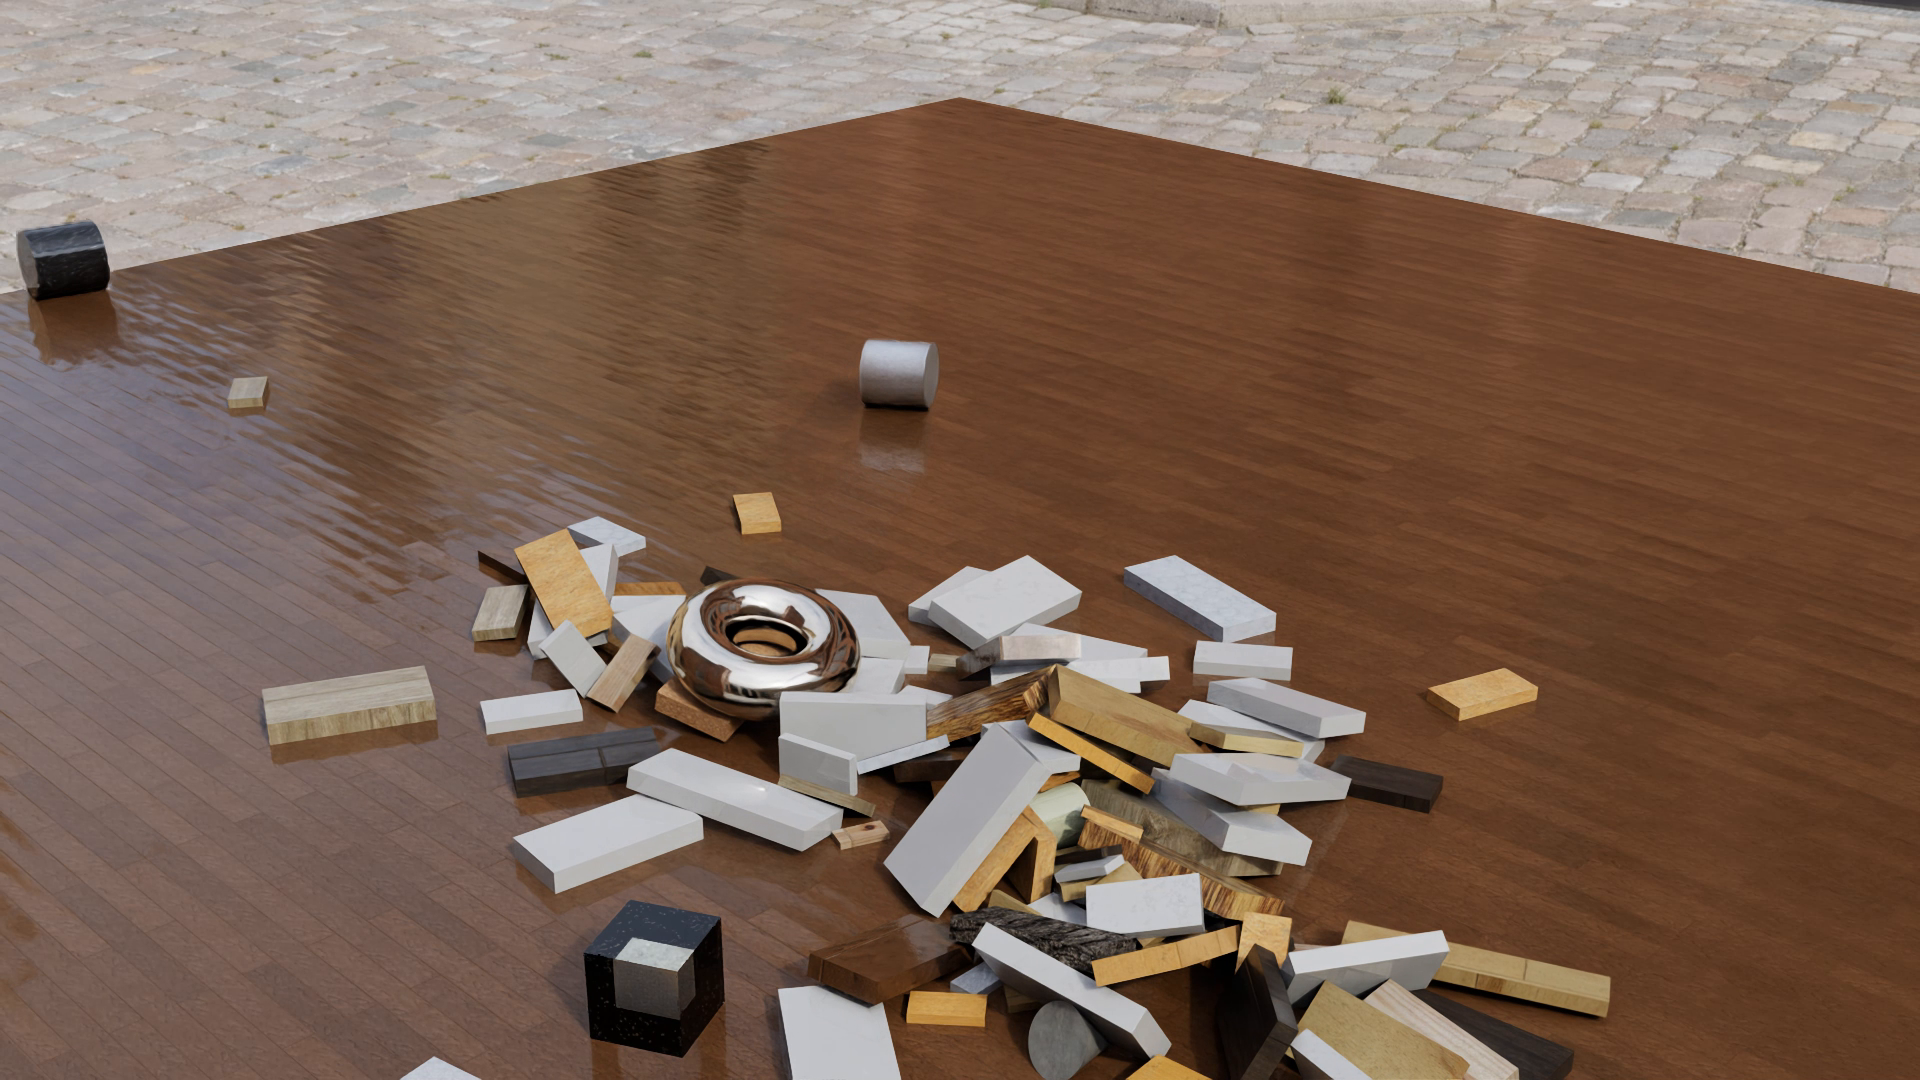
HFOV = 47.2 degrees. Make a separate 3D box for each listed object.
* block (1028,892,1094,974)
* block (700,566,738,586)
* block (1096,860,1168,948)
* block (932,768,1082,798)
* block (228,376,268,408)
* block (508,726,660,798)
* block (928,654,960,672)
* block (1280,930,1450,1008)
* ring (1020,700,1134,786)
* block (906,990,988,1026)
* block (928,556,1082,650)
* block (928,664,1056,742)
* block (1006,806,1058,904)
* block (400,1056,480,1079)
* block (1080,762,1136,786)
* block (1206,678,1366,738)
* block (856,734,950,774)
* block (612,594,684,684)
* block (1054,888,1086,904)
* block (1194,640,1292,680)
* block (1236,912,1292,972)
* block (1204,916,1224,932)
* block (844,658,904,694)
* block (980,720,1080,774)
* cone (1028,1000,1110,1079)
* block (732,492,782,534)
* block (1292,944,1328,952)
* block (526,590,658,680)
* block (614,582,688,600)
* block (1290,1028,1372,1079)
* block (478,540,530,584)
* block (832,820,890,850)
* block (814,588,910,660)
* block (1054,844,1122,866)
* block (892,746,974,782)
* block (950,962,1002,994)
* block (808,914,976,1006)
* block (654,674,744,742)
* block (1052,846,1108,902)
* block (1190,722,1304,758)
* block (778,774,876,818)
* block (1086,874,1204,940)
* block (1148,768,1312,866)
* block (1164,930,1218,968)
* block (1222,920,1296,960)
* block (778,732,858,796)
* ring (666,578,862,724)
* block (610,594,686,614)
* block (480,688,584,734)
[{"bbox_3d":[0.206,0.718,4.030,0.104,0.030,0.209,-19,30,-38],"label":"block"},{"bbox_3d":[-0.468,0.143,5.205,0.275,0.039,0.138,21,9,-35],"label":"block"},{"bbox_3d":[0.321,0.666,4.001,0.081,0.023,0.162,-35,51,-10],"label":"block"},{"bbox_3d":[0.093,0.480,4.422,0.277,0.039,0.139,-10,2,40],"label":"block"},{"bbox_3d":[-2.201,-0.457,6.802,0.101,0.029,0.203,-5,23,-10],"label":"block"},{"bbox_3d":[-0.785,0.464,4.611,0.305,0.043,0.153,-7,24,-16],"label":"block"},{"bbox_3d":[-0.013,0.286,5.066,0.114,0.016,0.057,5,23,11],"label":"block"},{"bbox_3d":[0.680,0.734,3.748,0.279,0.140,0.040,-6,53,-13],"label":"block"},{"bbox_3d":[0.220,0.414,4.583,0.306,0.102,0.306,-1,23,0],"label":"ring"},{"bbox_3d":[-0.022,0.814,3.818,0.135,0.019,0.067,2,23,4],"label":"block"},{"bbox_3d":[0.110,0.154,5.270,0.179,0.051,0.358,34,37,28],"label":"block"},{"bbox_3d":[0.049,0.358,4.654,0.329,0.047,0.165,-22,9,34],"label":"block"},{"bbox_3d":[0.106,0.572,4.232,0.039,0.139,0.277,-3,22,-22],"label":"block"},{"bbox_3d":[-0.774,0.940,3.482,0.346,0.049,0.173,15,27,31],"label":"block"},{"bbox_3d":[0.251,0.473,4.607,0.209,0.030,0.104,16,28,33],"label":"block"},{"bbox_3d":[0.705,0.362,4.767,0.155,0.044,0.310,-1,12,-44],"label":"block"},{"bbox_3d":[-0.119,0.444,4.559,0.181,0.026,0.090,-18,-4,11],"label":"block"},{"bbox_3d":[-0.621,0.258,4.987,0.175,0.049,0.349,-18,43,-37],"label":"block"},{"bbox_3d":[0.261,0.657,4.122,0.081,0.023,0.162,-23,16,-39],"label":"block"},{"bbox_3d":[0.653,0.278,5.067,0.220,0.031,0.110,4,23,9],"label":"block"},{"bbox_3d":[0.528,0.739,3.850,0.083,0.023,0.166,7,68,15],"label":"block"},{"bbox_3d":[0.426,0.706,4.037,0.056,0.016,0.112,-18,12,-36],"label":"block"},{"bbox_3d":[-0.240,0.358,4.855,0.175,0.049,0.349,4,23,8],"label":"block"},{"bbox_3d":[0.139,0.411,4.368,0.103,0.029,0.206,-4,18,-31],"label":"block"},{"bbox_3d":[0.208,0.845,3.694,0.133,0.133,0.133,16,8,-43],"label":"cone"},{"bbox_3d":[-0.545,-0.073,5.894,0.104,0.030,0.209,-5,23,-11],"label":"block"},{"bbox_3d":[0.589,0.746,3.901,0.166,0.023,0.083,-6,13,44],"label":"block"},{"bbox_3d":[-0.828,0.217,5.211,0.106,0.030,0.611,-20,30,-39],"label":"block"},{"bbox_3d":[-0.778,0.136,5.362,0.209,0.030,0.104,-1,19,-22],"label":"block"},{"bbox_3d":[0.639,0.897,3.459,0.040,0.141,0.282,-34,35,-17],"label":"block"},{"bbox_3d":[-1.122,0.056,5.590,0.106,0.030,0.212,-20,30,-39],"label":"block"},{"bbox_3d":[-0.197,0.585,4.363,0.104,0.015,0.052,-10,25,-22],"label":"block"},{"bbox_3d":[-0.236,0.197,5.170,0.157,0.044,0.313,7,16,-20],"label":"block"},{"bbox_3d":[0.238,0.590,4.118,0.121,0.017,0.060,-17,-9,42],"label":"block"},{"bbox_3d":[0.010,0.454,4.486,0.277,0.039,0.139,-9,3,44],"label":"block"},{"bbox_3d":[0.044,0.779,3.905,0.058,0.016,0.116,20,30,39],"label":"block"},{"bbox_3d":[-0.117,0.737,3.881,0.148,0.042,0.297,16,14,33],"label":"block"},{"bbox_3d":[-0.505,0.299,4.865,0.176,0.050,0.353,23,36,15],"label":"block"},{"bbox_3d":[0.226,0.627,4.162,0.104,0.030,0.209,-12,10,-6],"label":"block"},{"bbox_3d":[0.590,0.411,4.522,0.217,0.031,0.108,10,3,-34],"label":"block"},{"bbox_3d":[-0.270,0.516,4.448,0.181,0.026,0.090,14,-11,29],"label":"block"},{"bbox_3d":[0.333,0.665,3.963,0.208,0.029,0.104,-9,51,12],"label":"block"},{"bbox_3d":[0.517,0.534,4.268,0.179,0.051,0.358,13,7,-21],"label":"block"},{"bbox_3d":[0.421,0.725,3.977,0.112,0.056,0.016,23,10,42],"label":"block"},{"bbox_3d":[0.513,0.726,3.958,0.083,0.023,0.166,-22,16,-33],"label":"block"},{"bbox_3d":[-0.294,0.466,4.547,0.181,0.090,0.026,14,27,30],"label":"block"},{"bbox_3d":[-0.428,0.237,4.808,0.430,0.143,0.430,9,33,-6],"label":"ring"},{"bbox_3d":[-0.738,0.160,5.198,0.174,0.025,0.087,-1,23,-2],"label":"block"},{"bbox_3d":[-0.942,0.376,4.836,0.209,0.030,0.104,-7,24,-16],"label":"block"}]
